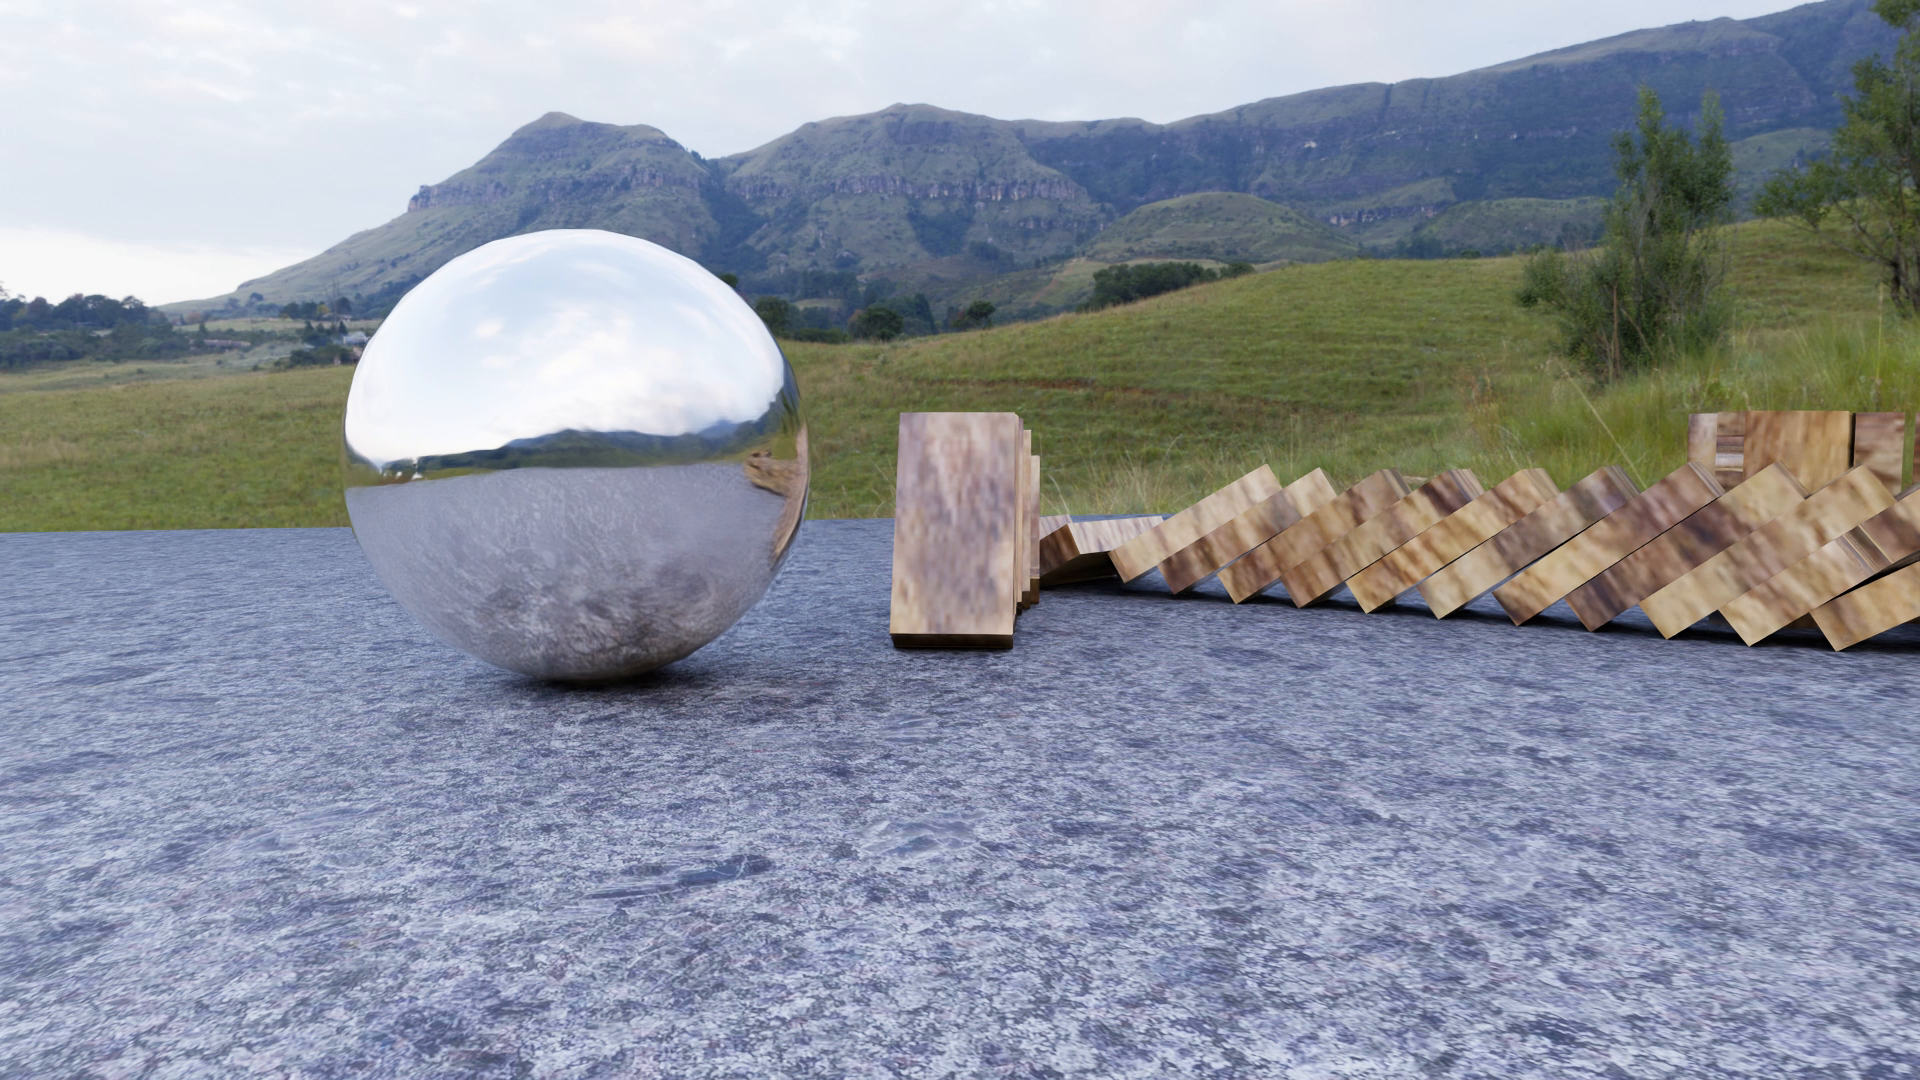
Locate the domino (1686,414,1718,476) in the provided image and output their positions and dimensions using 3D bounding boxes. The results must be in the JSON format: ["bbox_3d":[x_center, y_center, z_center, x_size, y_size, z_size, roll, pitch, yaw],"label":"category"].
[{"bbox_3d":[0.195,-0.006,0.317,0.010,0.050,0.025,-4,6,-40],"label":"domino"}]

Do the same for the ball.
[{"bbox_3d":[-0.067,-0.015,0.230,0.080,0.080,0.080,0,4,0],"label":"ball"}]

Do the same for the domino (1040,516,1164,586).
[{"bbox_3d":[0.040,0.004,0.387,0.025,0.010,0.050,-32,-17,37],"label":"domino"}]

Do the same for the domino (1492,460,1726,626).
[{"bbox_3d":[0.151,0.001,0.299,0.050,0.010,0.025,-42,-20,30],"label":"domino"}]

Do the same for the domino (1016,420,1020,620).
[{"bbox_3d":[0.002,-0.006,0.316,0.025,0.050,0.009,0,-21,4],"label":"domino"}]

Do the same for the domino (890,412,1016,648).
[{"bbox_3d":[-0.001,-0.003,0.274,0.025,0.050,0.010,0,-21,3],"label":"domino"}]

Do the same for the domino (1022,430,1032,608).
[{"bbox_3d":[0.006,-0.006,0.341,0.025,0.050,0.009,0,-31,3],"label":"domino"}]

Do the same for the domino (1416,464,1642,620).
[{"bbox_3d":[0.137,0.001,0.310,0.050,0.009,0.025,-40,-19,31],"label":"domino"}]

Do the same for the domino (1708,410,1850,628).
[{"bbox_3d":[0.191,-0.005,0.299,0.025,0.050,0.009,0,4,-5],"label":"domino"}]

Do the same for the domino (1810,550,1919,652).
[{"bbox_3d":[0.202,0.006,0.261,0.050,0.010,0.025,-36,-16,31],"label":"domino"}]

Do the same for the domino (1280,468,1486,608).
[{"bbox_3d":[0.109,0.000,0.331,0.050,0.009,0.025,-38,-17,30],"label":"domino"}]

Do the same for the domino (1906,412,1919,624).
[{"bbox_3d":[0.238,-0.005,0.304,0.025,0.050,0.010,-2,5,-25],"label":"domino"}]

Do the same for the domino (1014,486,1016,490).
[{"bbox_3d":[-0.001,-0.003,0.284,0.025,0.050,0.009,0,-21,4],"label":"domino"}]

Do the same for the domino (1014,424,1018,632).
[{"bbox_3d":[0.000,-0.004,0.295,0.025,0.050,0.010,0,-21,4],"label":"domino"}]

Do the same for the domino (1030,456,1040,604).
[{"bbox_3d":[0.010,-0.004,0.358,0.025,0.010,0.050,0,44,3],"label":"domino"}]

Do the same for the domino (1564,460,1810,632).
[{"bbox_3d":[0.163,0.001,0.288,0.050,0.010,0.025,-43,-20,31],"label":"domino"}]

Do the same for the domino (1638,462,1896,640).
[{"bbox_3d":[0.174,0.002,0.278,0.050,0.010,0.025,-42,-19,29],"label":"domino"}]

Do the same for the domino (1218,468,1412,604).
[{"bbox_3d":[0.095,-0.001,0.342,0.050,0.010,0.025,-36,-13,26],"label":"domino"}]

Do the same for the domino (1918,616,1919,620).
[{"bbox_3d":[0.222,0.007,0.255,0.050,0.009,0.025,-31,-9,23],"label":"domino"}]

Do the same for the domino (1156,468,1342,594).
[{"bbox_3d":[0.080,-0.002,0.353,0.050,0.009,0.025,-33,-11,18],"label":"domino"}]

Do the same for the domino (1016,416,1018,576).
[{"bbox_3d":[0.001,-0.005,0.305,0.025,0.050,0.009,0,-21,4],"label":"domino"}]

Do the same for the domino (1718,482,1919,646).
[{"bbox_3d":[0.187,0.003,0.269,0.050,0.009,0.025,-42,-19,29],"label":"domino"}]

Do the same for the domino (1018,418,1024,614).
[{"bbox_3d":[0.003,-0.006,0.326,0.025,0.050,0.010,0,-22,3],"label":"domino"}]

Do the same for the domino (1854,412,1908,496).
[{"bbox_3d":[0.227,-0.006,0.318,0.010,0.050,0.025,3,5,38],"label":"domino"}]

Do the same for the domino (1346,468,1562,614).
[{"bbox_3d":[0.124,0.000,0.321,0.050,0.010,0.025,-39,-18,31],"label":"domino"}]

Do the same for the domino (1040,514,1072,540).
[{"bbox_3d":[0.014,0.003,0.393,0.025,0.010,0.050,-30,-11,29],"label":"domino"}]

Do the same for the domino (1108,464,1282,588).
[{"bbox_3d":[0.066,-0.003,0.365,0.050,0.010,0.025,-30,-8,3],"label":"domino"}]

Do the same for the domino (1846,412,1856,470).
[{"bbox_3d":[0.211,-0.007,0.324,0.009,0.050,0.025,-1,4,-10],"label":"domino"}]
